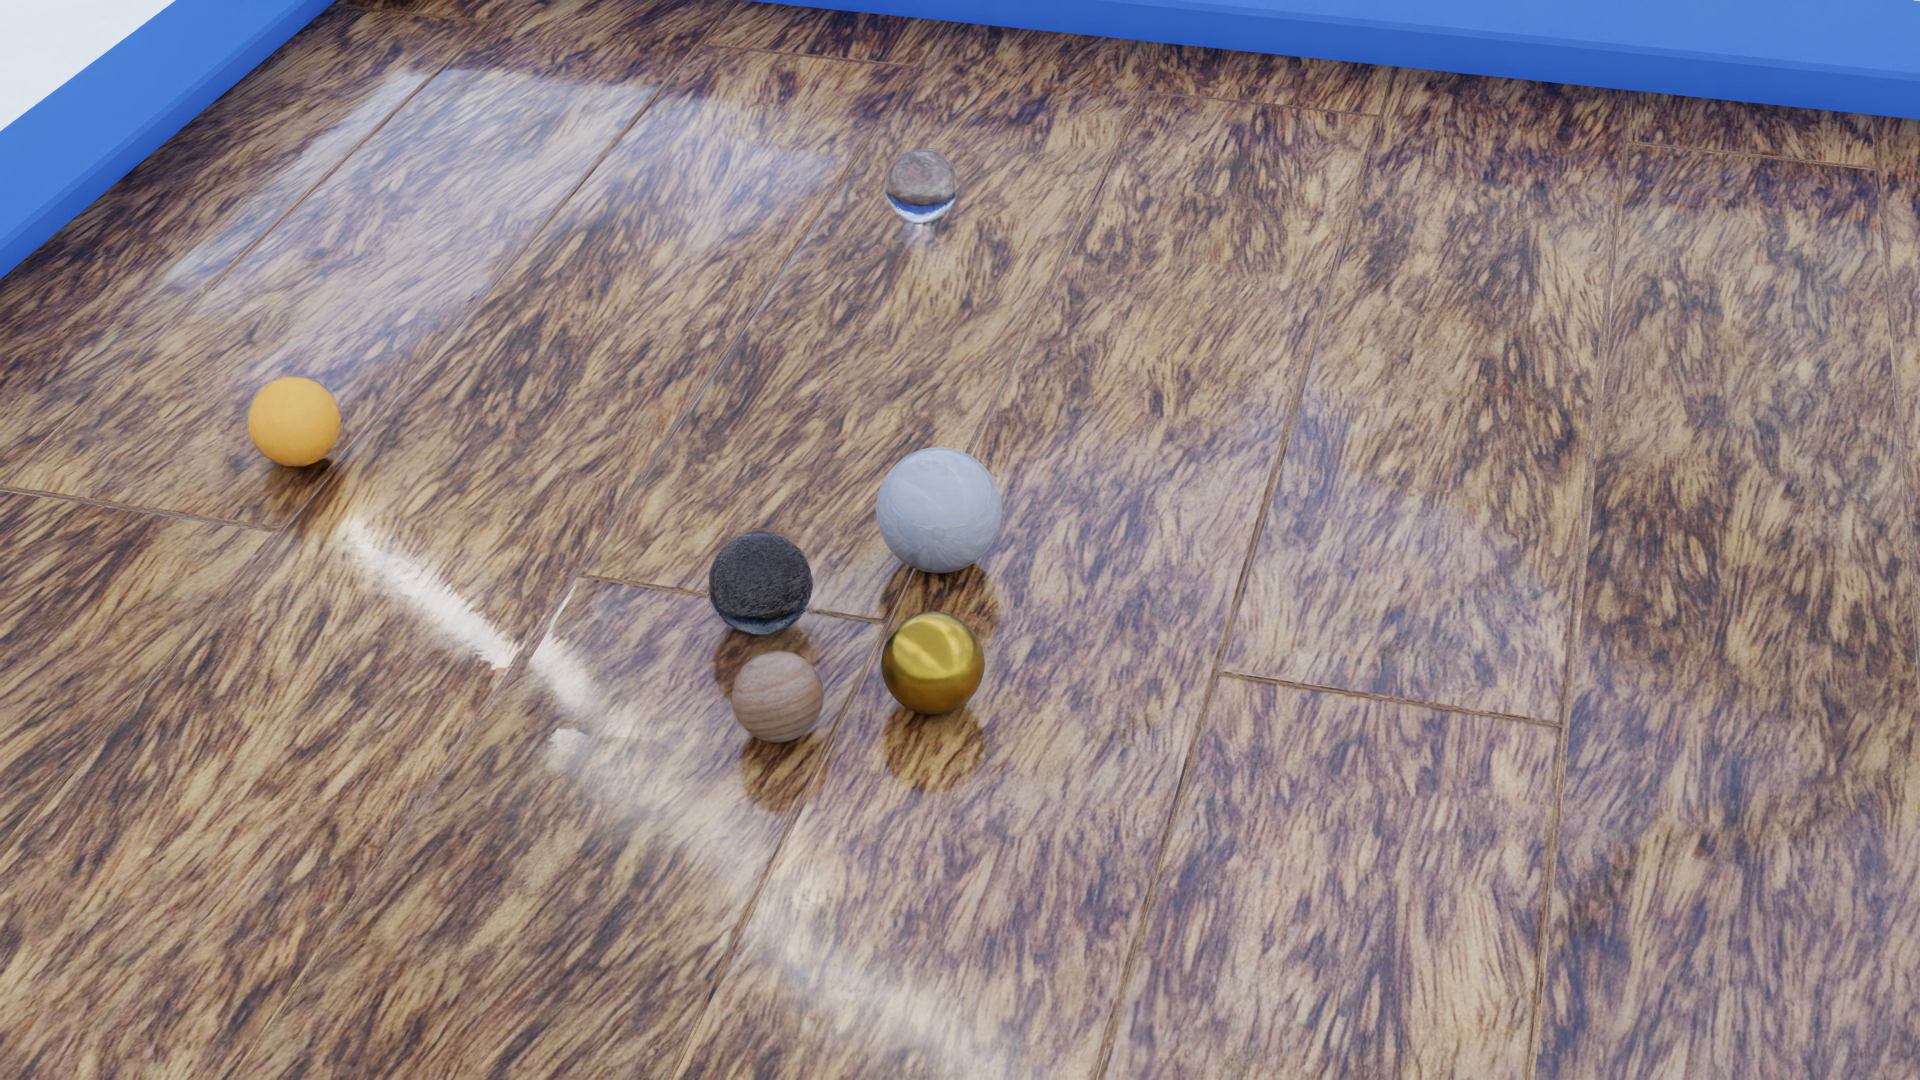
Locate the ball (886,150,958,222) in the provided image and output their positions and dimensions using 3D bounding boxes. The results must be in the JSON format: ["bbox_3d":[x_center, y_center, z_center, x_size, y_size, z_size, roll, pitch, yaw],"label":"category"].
[{"bbox_3d":[-0.037,-0.339,2.462,0.069,0.069,0.069,0,34,0],"label":"ball"}]

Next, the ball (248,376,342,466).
[{"bbox_3d":[-0.543,-0.097,2.098,0.073,0.073,0.073,0,34,0],"label":"ball"}]

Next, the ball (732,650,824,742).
[{"bbox_3d":[-0.128,0.110,1.799,0.065,0.065,0.065,0,34,0],"label":"ball"}]

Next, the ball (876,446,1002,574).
[{"bbox_3d":[-0.016,-0.023,1.967,0.097,0.097,0.097,0,34,0],"label":"ball"}]

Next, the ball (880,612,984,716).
[{"bbox_3d":[-0.019,0.088,1.824,0.074,0.074,0.074,0,34,0],"label":"ball"}]

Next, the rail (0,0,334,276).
[{"bbox_3d":[-0.932,-0.157,2.138,0.045,0.126,2.135,8,35,12],"label":"rail"}]

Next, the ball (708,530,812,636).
[{"bbox_3d":[-0.148,0.032,1.903,0.077,0.077,0.077,0,34,0],"label":"ball"}]

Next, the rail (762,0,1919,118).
[{"bbox_3d":[1.218,-0.447,2.570,3.948,0.126,0.045,8,35,12],"label":"rail"}]
